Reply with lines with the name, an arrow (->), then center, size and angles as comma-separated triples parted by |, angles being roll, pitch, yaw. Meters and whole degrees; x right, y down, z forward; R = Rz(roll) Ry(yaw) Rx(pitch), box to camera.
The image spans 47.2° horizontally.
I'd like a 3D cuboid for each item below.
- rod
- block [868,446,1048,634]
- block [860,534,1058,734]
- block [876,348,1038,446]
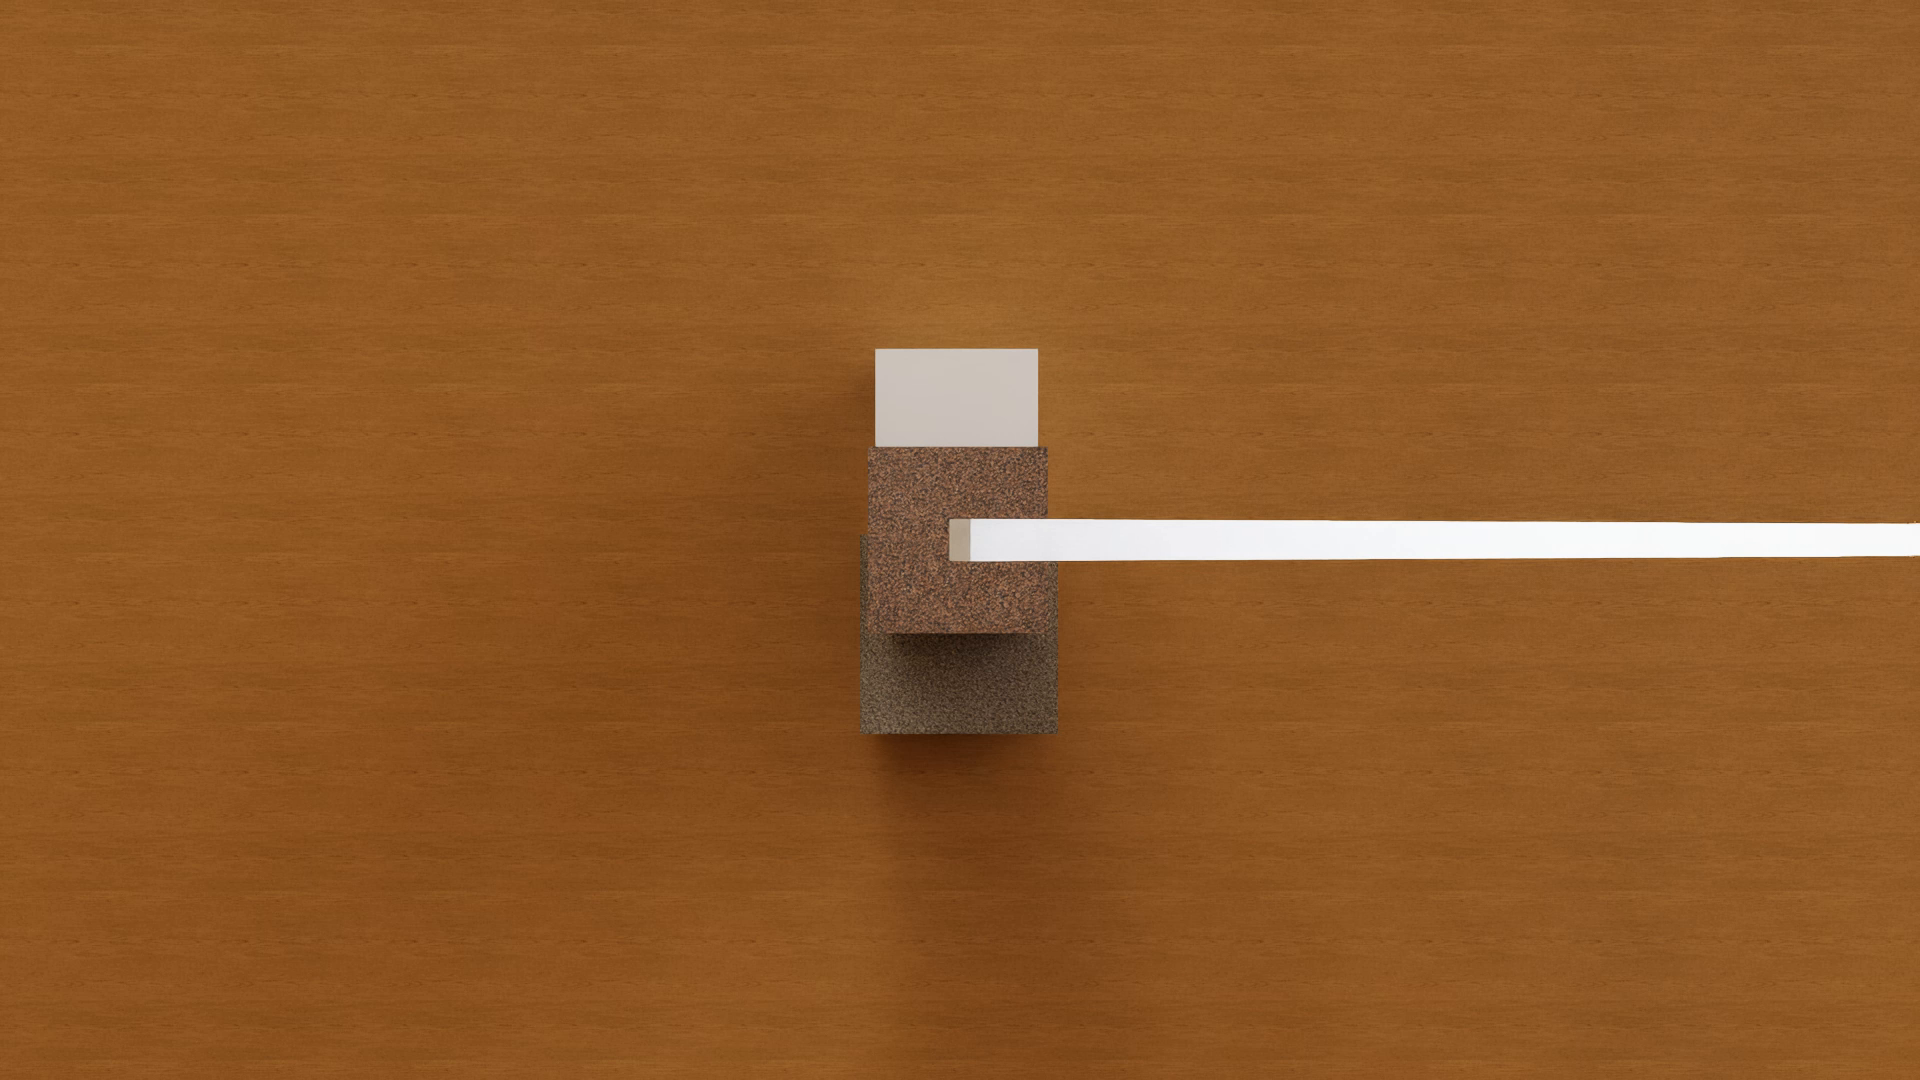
rod -> 2.234, 0.000, 5.528 | 5.200, 0.080, 0.080 | 0, 90, -31
block -> -0.008, 0.000, 8.661 | 0.682, 0.663, 0.707 | 0, 90, 0
block -> -0.004, 0.511, 12.464 | 1.074, 1.071, 1.083 | 0, 90, 0
block -> -0.018, -0.546, 12.558 | 0.895, 0.885, 1.012 | 0, 90, 0
